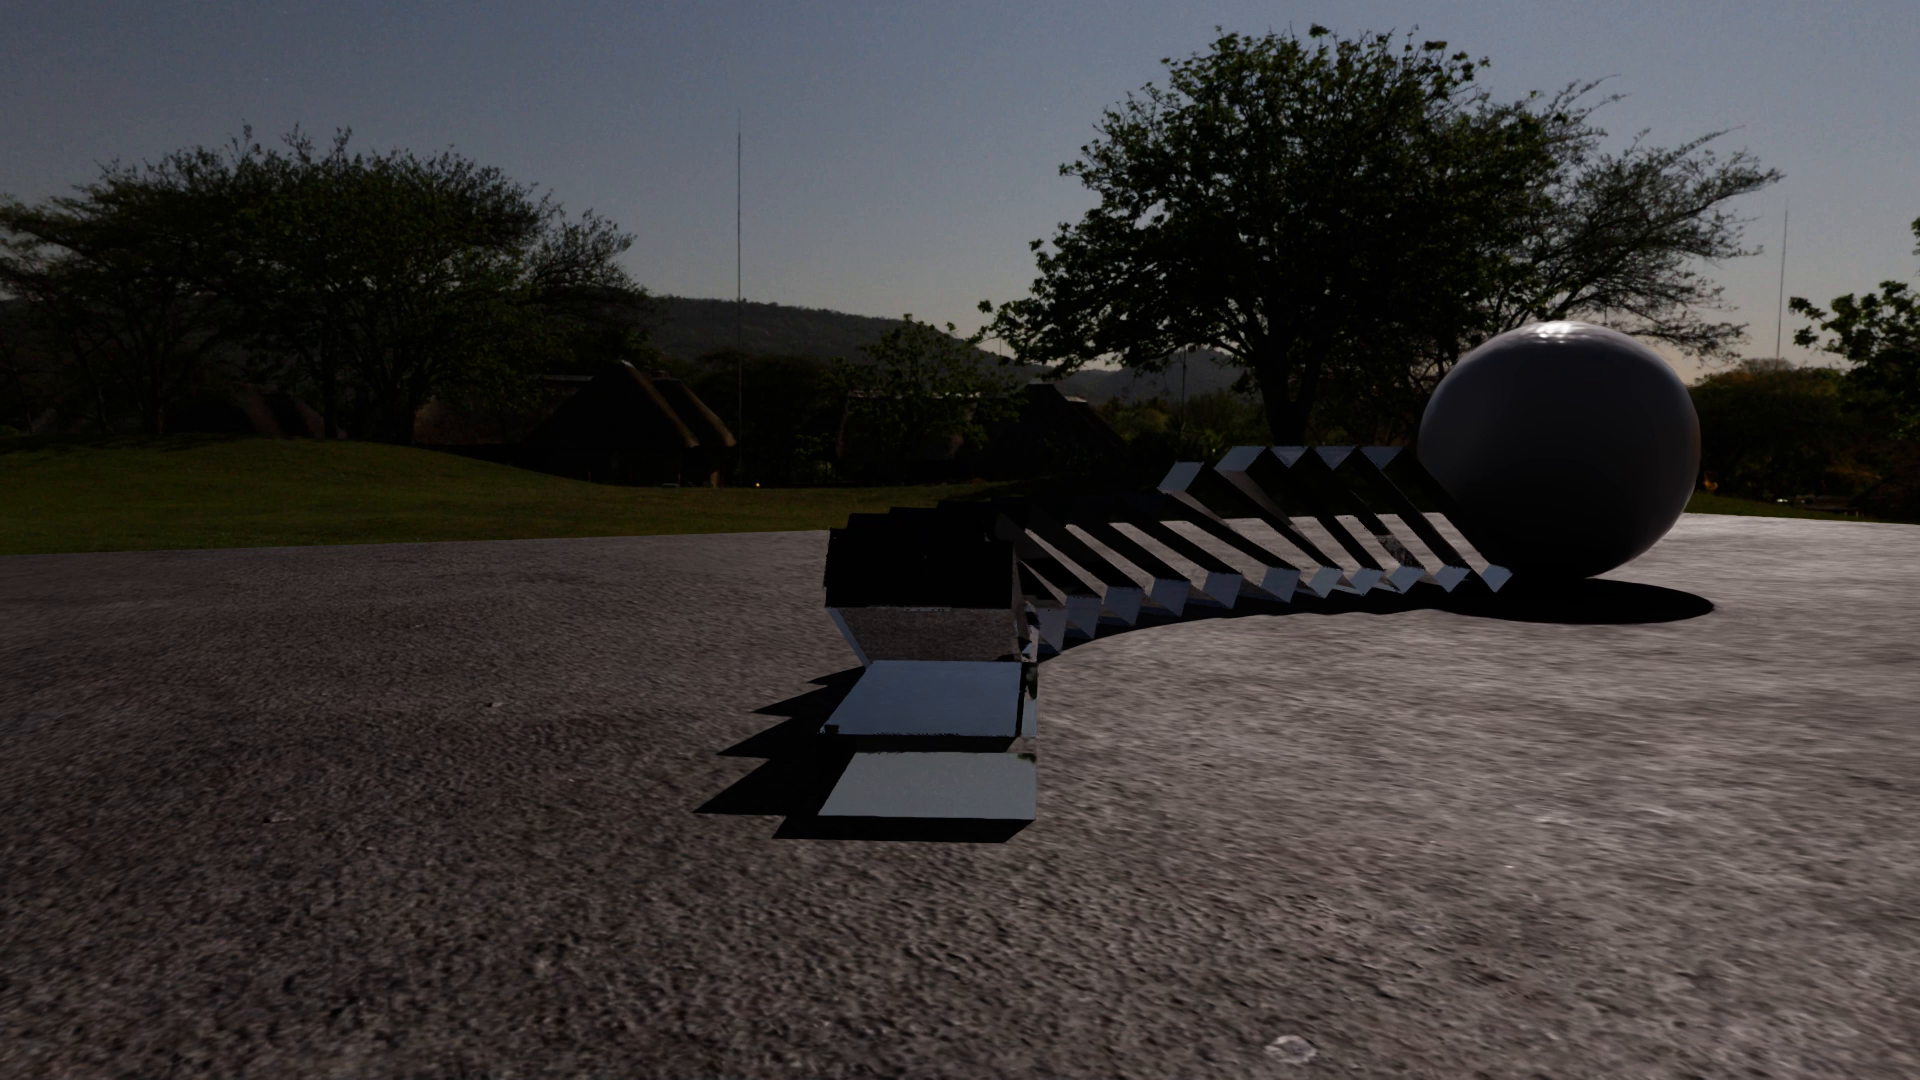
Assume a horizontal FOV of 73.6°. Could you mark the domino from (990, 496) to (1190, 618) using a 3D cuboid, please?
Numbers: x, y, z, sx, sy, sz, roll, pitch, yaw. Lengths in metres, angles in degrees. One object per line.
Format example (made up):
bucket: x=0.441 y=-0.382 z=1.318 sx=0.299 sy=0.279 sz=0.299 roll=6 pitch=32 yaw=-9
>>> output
domino: x=0.031 y=0.004 z=0.309 sx=0.025 sy=0.010 sz=0.050 roll=4 pitch=-20 yaw=45

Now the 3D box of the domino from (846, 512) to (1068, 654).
domino: x=0.000 y=0.009 z=0.245 sx=0.025 sy=0.009 sz=0.050 roll=2 pitch=-21 yaw=25

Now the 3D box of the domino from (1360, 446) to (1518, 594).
domino: x=0.137 y=-0.006 z=0.374 sx=0.050 sy=0.009 sz=0.025 roll=44 pitch=-3 yaw=-9

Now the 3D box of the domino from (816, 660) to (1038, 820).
domino: x=-0.002 y=0.025 z=0.171 sx=0.025 sy=0.009 sz=0.050 roll=0 pitch=4 yaw=4

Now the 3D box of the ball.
ball: x=0.184 y=-0.027 z=0.397 sx=0.080 sy=0.080 sz=0.080 roll=0 pitch=4 yaw=0

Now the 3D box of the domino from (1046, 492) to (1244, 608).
domino: x=0.046 y=0.003 z=0.327 sx=0.050 sy=0.009 sz=0.025 roll=28 pitch=-14 yaw=-35

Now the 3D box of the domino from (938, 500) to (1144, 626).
domino: x=0.018 y=0.006 z=0.289 sx=0.025 sy=0.010 sz=0.050 roll=3 pitch=-20 yaw=39

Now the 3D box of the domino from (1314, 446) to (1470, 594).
domino: x=0.123 y=-0.006 z=0.374 sx=0.050 sy=0.009 sz=0.025 roll=44 pitch=-3 yaw=-9

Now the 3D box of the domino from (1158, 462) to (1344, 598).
domino: x=0.081 y=-0.003 z=0.360 sx=0.050 sy=0.009 sz=0.025 roll=36 pitch=-2 yaw=-9

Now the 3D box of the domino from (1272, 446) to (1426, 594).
domino: x=0.109 y=-0.006 z=0.372 sx=0.050 sy=0.009 sz=0.025 roll=44 pitch=-3 yaw=-9

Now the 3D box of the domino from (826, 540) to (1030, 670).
domino: x=-0.003 y=0.013 z=0.196 sx=0.025 sy=0.010 sz=0.050 roll=0 pitch=-20 yaw=6

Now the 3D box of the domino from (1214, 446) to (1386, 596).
domino: x=0.097 y=-0.006 z=0.367 sx=0.050 sy=0.009 sz=0.025 roll=44 pitch=-3 yaw=-9

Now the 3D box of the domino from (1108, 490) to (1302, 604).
domino: x=0.064 y=0.002 z=0.343 sx=0.050 sy=0.010 sz=0.025 roll=27 pitch=-9 yaw=-28

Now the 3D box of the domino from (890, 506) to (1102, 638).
domino: x=0.008 y=0.007 z=0.268 sx=0.025 sy=0.009 sz=0.050 roll=3 pitch=-20 yaw=32

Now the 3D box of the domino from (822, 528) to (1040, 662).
domino: x=-0.003 y=0.011 z=0.221 sx=0.025 sy=0.009 sz=0.050 roll=1 pitch=-20 yaw=14
